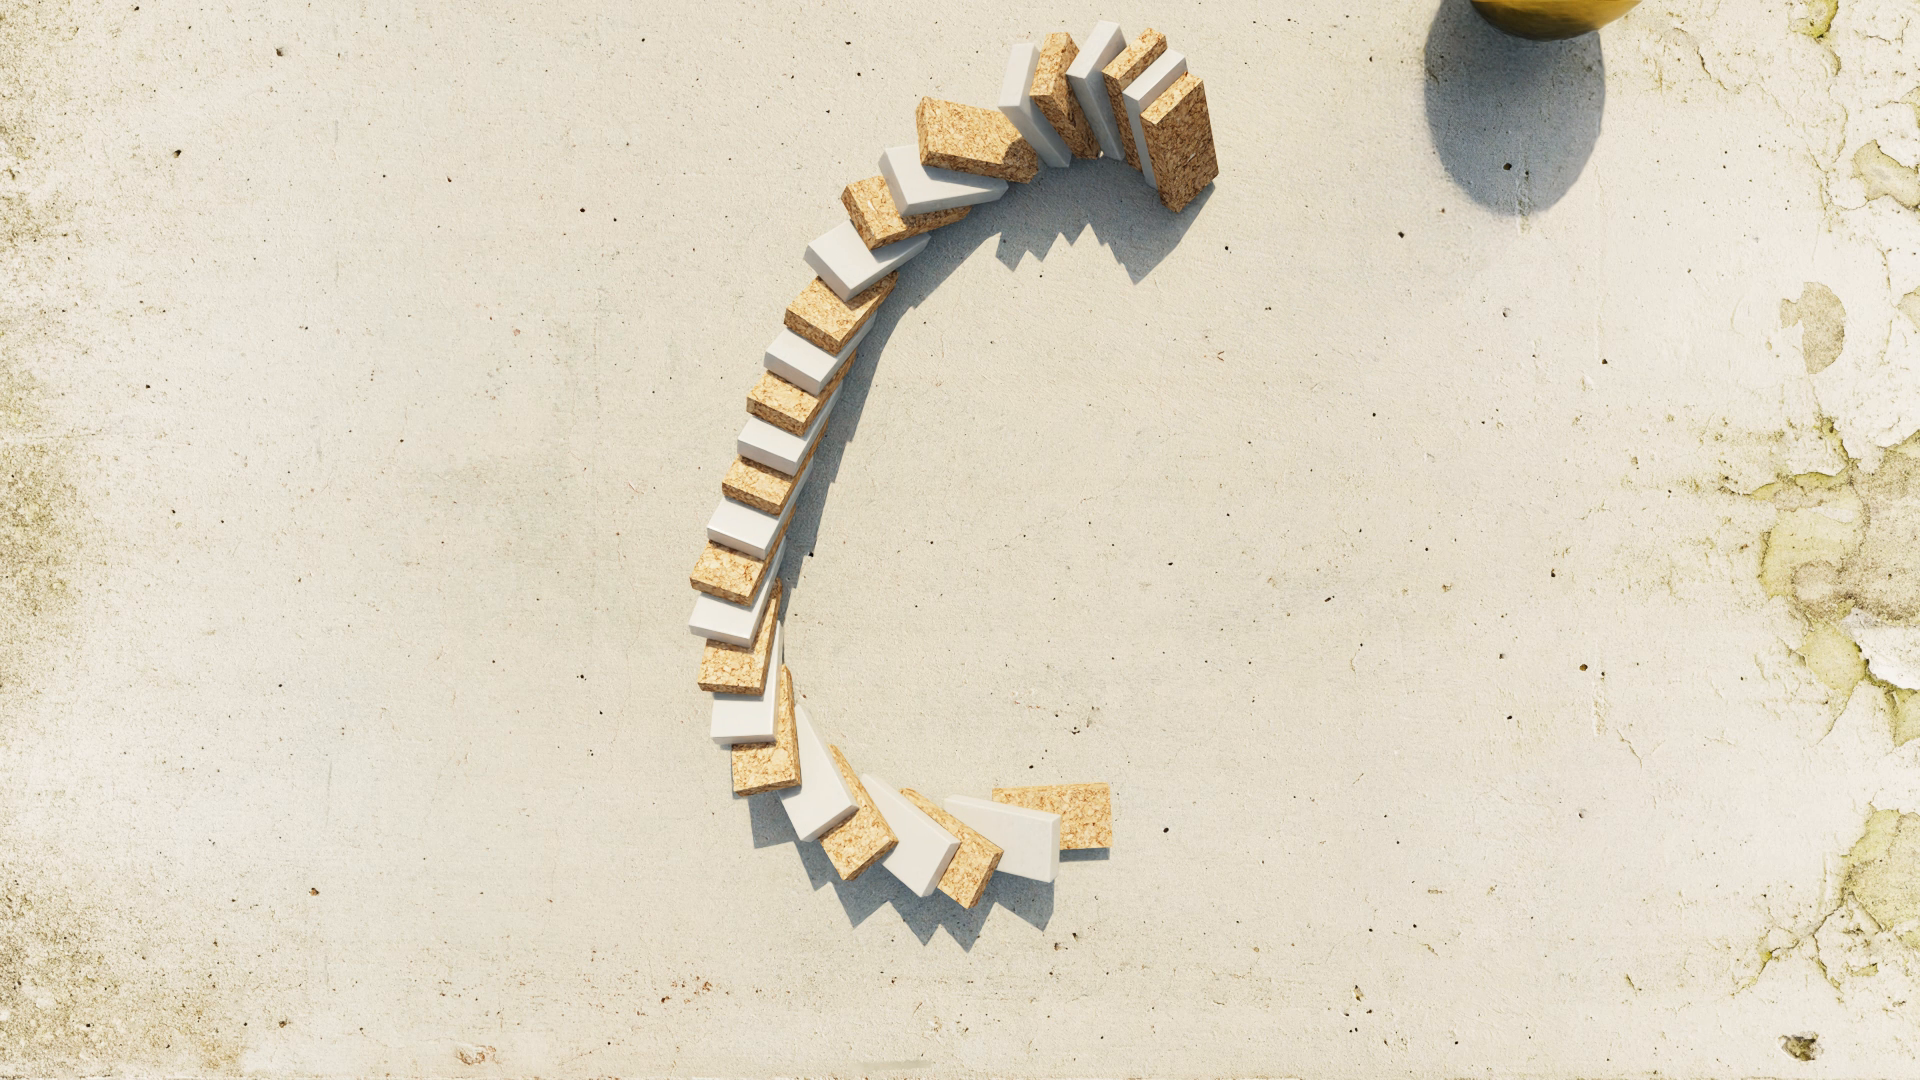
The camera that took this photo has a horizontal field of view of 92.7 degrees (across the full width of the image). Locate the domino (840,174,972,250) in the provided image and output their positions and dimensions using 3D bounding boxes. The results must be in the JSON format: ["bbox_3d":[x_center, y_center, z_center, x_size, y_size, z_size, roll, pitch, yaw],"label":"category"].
[{"bbox_3d":[-0.022,-0.141,0.384,0.050,0.009,0.025,-29,90,-28],"label":"domino"}]

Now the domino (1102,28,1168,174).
[{"bbox_3d":[0.076,-0.179,0.376,0.025,0.050,0.009,-43,58,0],"label":"domino"}]

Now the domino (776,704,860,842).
[{"bbox_3d":[-0.065,0.097,0.384,0.025,0.010,0.050,-35,62,0],"label":"domino"}]

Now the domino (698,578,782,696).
[{"bbox_3d":[-0.091,0.039,0.383,0.025,0.010,0.050,4,59,0],"label":"domino"}]

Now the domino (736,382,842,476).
[{"bbox_3d":[-0.070,-0.052,0.381,0.025,0.010,0.050,22,54,0],"label":"domino"}]

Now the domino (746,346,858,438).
[{"bbox_3d":[-0.065,-0.067,0.381,0.025,0.010,0.050,25,54,2],"label":"domino"}]

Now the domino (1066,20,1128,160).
[{"bbox_3d":[0.062,-0.183,0.376,0.010,0.050,0.025,33,90,31],"label":"domino"}]

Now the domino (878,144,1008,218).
[{"bbox_3d":[-0.007,-0.153,0.383,0.050,0.010,0.025,-21,86,-28],"label":"domino"}]

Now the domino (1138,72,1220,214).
[{"bbox_3d":[0.091,-0.162,0.376,0.025,0.050,0.010,-43,58,0],"label":"domino"}]

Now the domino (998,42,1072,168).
[{"bbox_3d":[0.034,-0.177,0.376,0.009,0.050,0.025,14,90,30],"label":"domino"}]

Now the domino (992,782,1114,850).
[{"bbox_3d":[0.040,0.120,0.395,0.050,0.010,0.025,-3,90,0],"label":"domino"}]

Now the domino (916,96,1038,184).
[{"bbox_3d":[0.007,-0.167,0.383,0.050,0.009,0.025,0,77,-25],"label":"domino"}]

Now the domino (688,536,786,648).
[{"bbox_3d":[-0.092,0.018,0.383,0.025,0.010,0.050,13,59,0],"label":"domino"}]

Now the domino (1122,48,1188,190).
[{"bbox_3d":[0.084,-0.171,0.376,0.025,0.050,0.010,-43,58,0],"label":"domino"}]

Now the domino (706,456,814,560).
[{"bbox_3d":[-0.083,-0.018,0.383,0.025,0.010,0.050,21,59,0],"label":"domino"}]

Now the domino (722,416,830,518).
[{"bbox_3d":[-0.076,-0.036,0.383,0.025,0.009,0.050,22,59,0],"label":"domino"}]

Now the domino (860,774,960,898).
[{"bbox_3d":[-0.026,0.122,0.382,0.050,0.010,0.025,30,92,31],"label":"domino"}]

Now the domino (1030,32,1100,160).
[{"bbox_3d":[0.046,-0.181,0.376,0.010,0.050,0.025,15,90,30],"label":"domino"}]

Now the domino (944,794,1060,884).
[{"bbox_3d":[0.017,0.124,0.384,0.050,0.009,0.025,3,91,29],"label":"domino"}]

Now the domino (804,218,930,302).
[{"bbox_3d":[-0.038,-0.122,0.383,0.025,0.009,0.050,47,60,0],"label":"domino"}]

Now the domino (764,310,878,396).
[{"bbox_3d":[-0.058,-0.084,0.382,0.025,0.010,0.050,30,55,0],"label":"domino"}]

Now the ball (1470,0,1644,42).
[{"bbox_3d":[0.241,-0.241,0.360,0.080,0.080,0.080,0,90,0],"label":"ball"}]

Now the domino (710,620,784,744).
[{"bbox_3d":[-0.089,0.059,0.383,0.025,0.009,0.050,-3,60,0],"label":"domino"}]

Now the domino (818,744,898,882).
[{"bbox_3d":[-0.050,0.113,0.384,0.025,0.010,0.050,-41,61,1],"label":"domino"}]

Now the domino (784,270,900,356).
[{"bbox_3d":[-0.049,-0.101,0.382,0.025,0.010,0.050,32,56,0],"label":"domino"}]

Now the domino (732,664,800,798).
[{"bbox_3d":[-0.082,0.079,0.383,0.025,0.010,0.050,-12,60,0],"label":"domino"}]

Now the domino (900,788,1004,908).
[{"bbox_3d":[-0.009,0.128,0.384,0.050,0.010,0.025,26,90,28],"label":"domino"}]

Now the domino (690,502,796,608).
[{"bbox_3d":[-0.090,0.001,0.382,0.025,0.010,0.050,18,58,3],"label":"domino"}]
